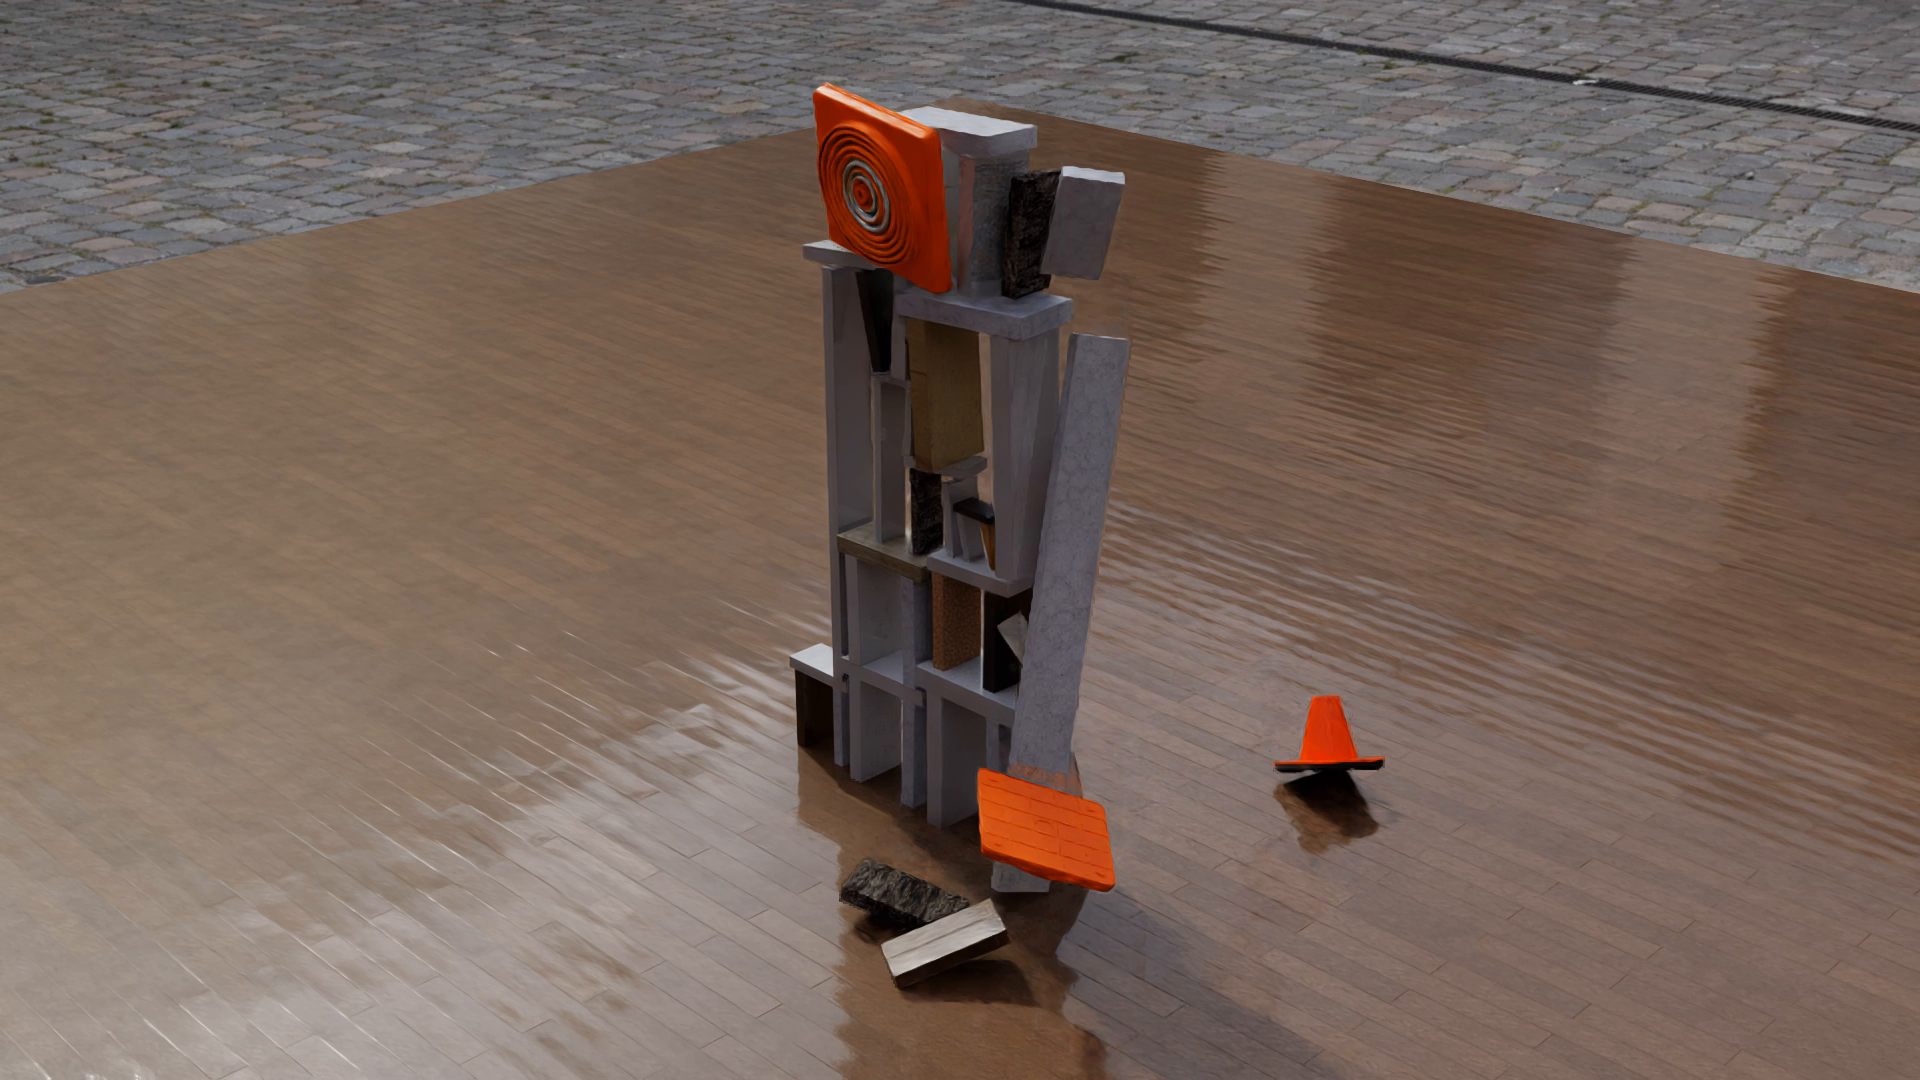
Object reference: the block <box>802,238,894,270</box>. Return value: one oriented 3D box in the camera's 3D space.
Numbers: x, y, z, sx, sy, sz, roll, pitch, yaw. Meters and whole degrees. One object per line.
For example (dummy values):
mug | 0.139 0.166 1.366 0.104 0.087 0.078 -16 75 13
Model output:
block | -0.203 -0.552 4.238 0.194 0.027 0.097 15 24 43

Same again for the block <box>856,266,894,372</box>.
block | -0.138 -0.427 4.220 0.097 0.194 0.027 -21 18 -38

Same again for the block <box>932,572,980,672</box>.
block | -0.006 0.143 4.287 0.029 0.206 0.103 21 31 41

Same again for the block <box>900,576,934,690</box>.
block | -0.060 0.167 4.363 0.034 0.239 0.120 20 31 40

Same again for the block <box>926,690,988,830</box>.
block | 0.001 0.416 4.398 0.149 0.298 0.042 -21 31 -41

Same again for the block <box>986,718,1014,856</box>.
block | 0.127 0.466 4.280 0.149 0.298 0.042 -14 25 -30

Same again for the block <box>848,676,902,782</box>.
block | -0.175 0.375 4.574 0.033 0.235 0.117 20 29 40

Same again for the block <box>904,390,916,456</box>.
block | -0.079 -0.231 4.224 0.018 0.130 0.065 21 30 35

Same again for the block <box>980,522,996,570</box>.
block | 0.068 0.002 4.152 0.014 0.098 0.049 -1 18 41

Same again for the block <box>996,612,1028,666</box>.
block | 0.120 0.194 4.124 0.055 0.111 0.016 -32 -10 -15

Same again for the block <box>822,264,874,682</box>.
block | -0.220 -0.128 4.414 0.027 0.879 0.097 21 31 41

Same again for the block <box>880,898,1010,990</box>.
block | -0.027 0.723 3.939 0.214 0.030 0.107 -22 26 -6

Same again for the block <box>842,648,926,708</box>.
block | -0.118 0.271 4.473 0.235 0.033 0.117 20 29 40

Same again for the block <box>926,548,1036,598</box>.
block | 0.048 0.054 4.195 0.206 0.029 0.103 19 30 38

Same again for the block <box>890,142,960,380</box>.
block | -0.064 -0.537 4.140 0.038 0.458 0.134 17 23 39

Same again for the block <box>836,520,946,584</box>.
block | -0.119 0.020 4.361 0.239 0.034 0.120 20 31 40

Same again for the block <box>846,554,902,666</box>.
block | -0.174 0.125 4.466 0.034 0.239 0.120 20 31 40

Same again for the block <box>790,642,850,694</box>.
block | -0.267 0.269 4.635 0.179 0.025 0.090 21 31 41

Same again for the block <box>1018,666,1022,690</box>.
block | 0.138 0.239 4.179 0.016 0.111 0.055 26 34 38

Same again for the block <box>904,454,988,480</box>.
block | -0.028 -0.150 4.224 0.146 0.021 0.073 14 27 33

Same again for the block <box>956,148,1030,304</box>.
block | 0.059 -0.572 3.966 0.134 0.267 0.038 -21 34 -38

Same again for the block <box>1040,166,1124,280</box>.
block | 0.214 -0.558 3.883 0.109 0.218 0.031 7 46 -7

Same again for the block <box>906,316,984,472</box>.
block | -0.026 -0.291 4.150 0.042 0.297 0.148 16 29 39

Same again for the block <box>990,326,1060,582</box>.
block | 0.124 -0.166 4.056 0.042 0.463 0.149 14 25 38

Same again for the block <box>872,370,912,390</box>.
block | -0.101 -0.314 4.231 0.130 0.018 0.065 19 29 40

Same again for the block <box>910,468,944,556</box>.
block | -0.065 -0.066 4.289 0.021 0.180 0.073 15 27 34

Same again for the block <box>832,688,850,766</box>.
block | -0.224 0.380 4.636 0.025 0.179 0.090 21 31 41

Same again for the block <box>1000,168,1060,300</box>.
block | 0.127 -0.550 3.943 0.031 0.218 0.109 21 30 32

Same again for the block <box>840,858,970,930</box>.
block | -0.101 0.669 4.089 0.214 0.030 0.107 20 30 16

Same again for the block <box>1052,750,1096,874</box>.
block | 0.191 0.526 4.254 0.107 0.214 0.030 -14 4 -30

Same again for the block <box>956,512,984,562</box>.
block | 0.020 -0.013 4.191 0.014 0.098 0.049 2 20 36

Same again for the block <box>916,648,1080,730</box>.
block | 0.070 0.286 4.268 0.149 0.042 0.298 -21 30 -40

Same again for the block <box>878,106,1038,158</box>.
block | -0.006 -0.734 3.951 0.267 0.038 0.134 19 28 39

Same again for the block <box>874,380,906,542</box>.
block | -0.138 -0.161 4.319 0.018 0.330 0.065 19 28 41

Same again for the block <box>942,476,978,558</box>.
block | 0.003 -0.046 4.207 0.073 0.146 0.021 -19 24 -38

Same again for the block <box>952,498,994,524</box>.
block | 0.038 -0.055 4.144 0.049 0.014 0.098 -21 30 -39

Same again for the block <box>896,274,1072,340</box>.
block | 0.043 -0.428 4.026 0.297 0.042 0.148 16 28 37

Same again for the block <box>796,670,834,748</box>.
block | -0.309 0.347 4.713 0.025 0.179 0.090 21 31 41

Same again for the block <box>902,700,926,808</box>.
block | -0.064 0.417 4.473 0.033 0.235 0.117 21 29 40

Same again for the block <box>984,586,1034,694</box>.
block | 0.092 0.180 4.198 0.103 0.206 0.029 -21 31 -40

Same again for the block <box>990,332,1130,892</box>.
block | 0.185 0.146 4.082 0.109 1.054 0.031 4 10 -25
